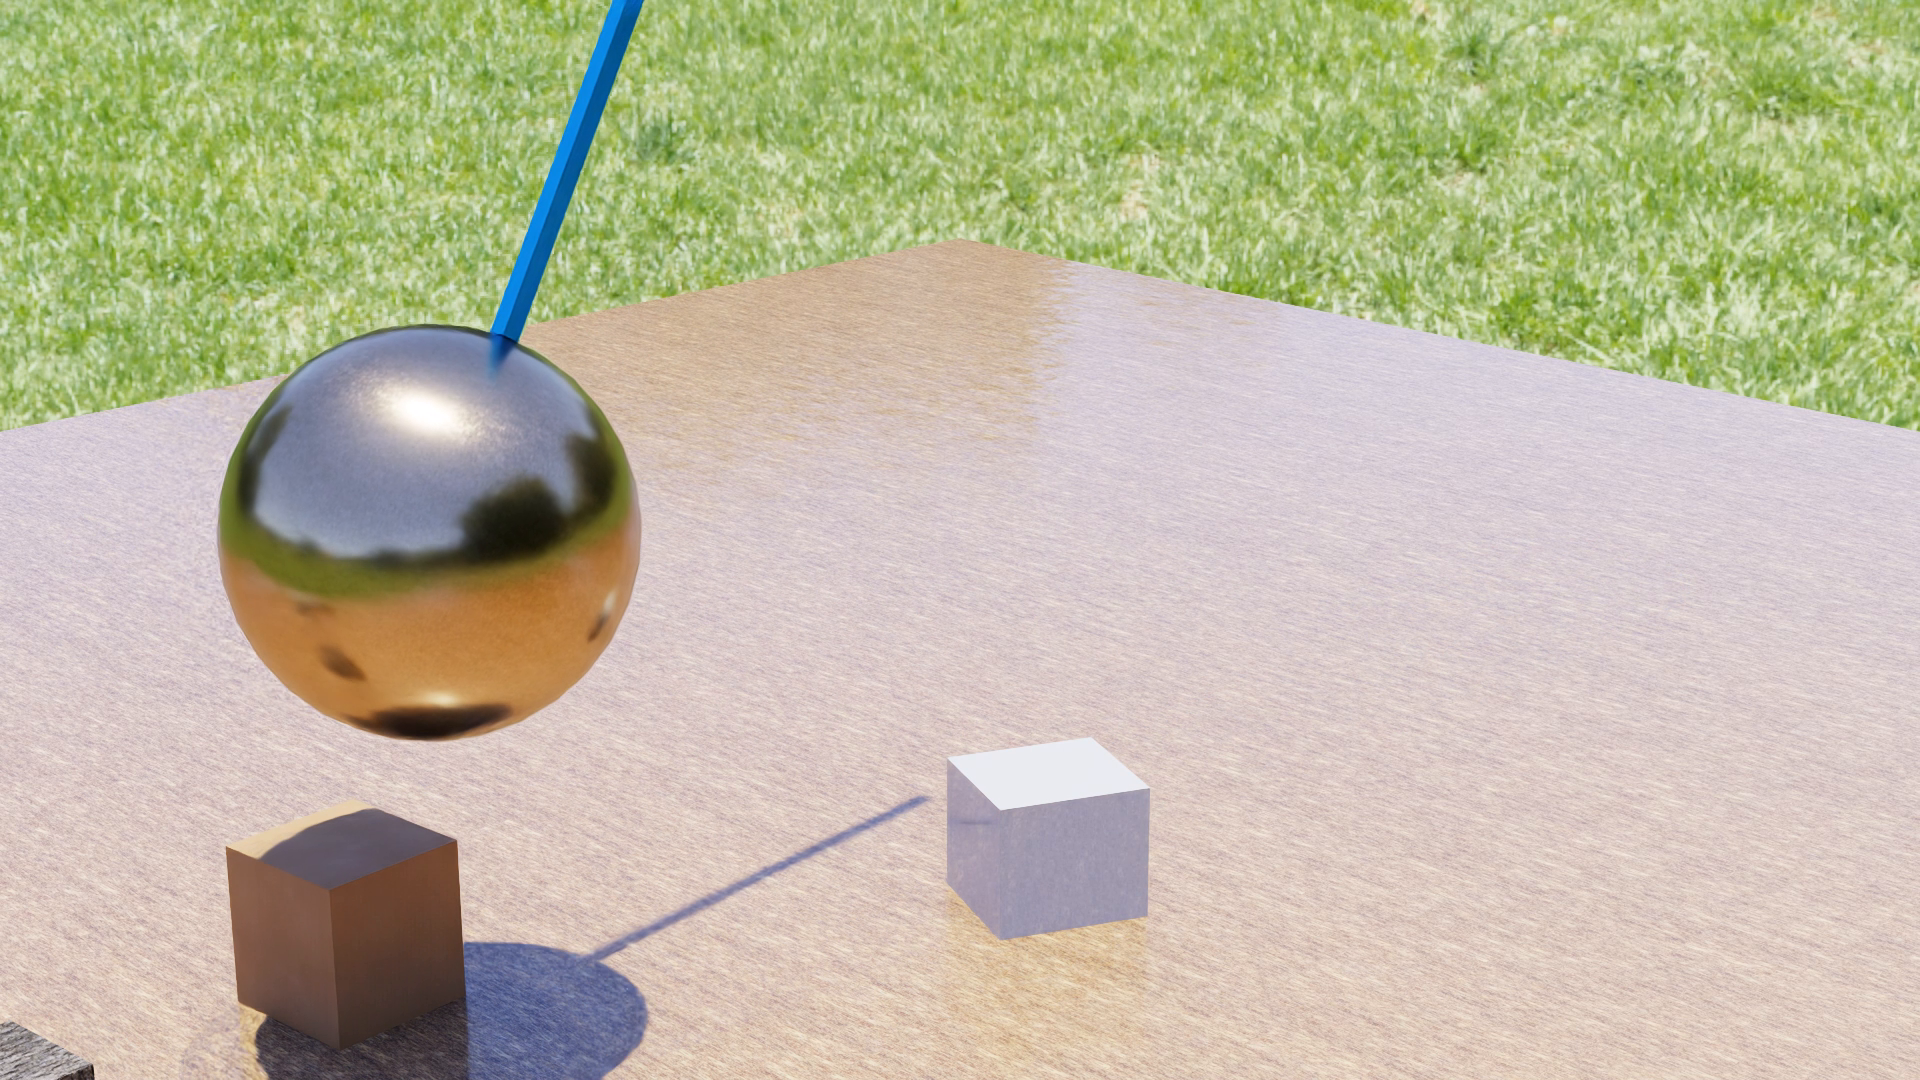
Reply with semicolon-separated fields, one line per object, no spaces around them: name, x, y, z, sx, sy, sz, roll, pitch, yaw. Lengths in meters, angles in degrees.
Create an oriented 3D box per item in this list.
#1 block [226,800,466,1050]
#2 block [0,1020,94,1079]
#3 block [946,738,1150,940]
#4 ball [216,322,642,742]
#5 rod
block;-2.539;1.580;12.144;0.677;0.704;0.655;14;22;38
block;-3.518;2.154;10.616;0.536;0.523;0.577;14;22;38
block;0.387;1.325;13.103;0.706;0.615;0.652;-7;19;-20
ball;-2.020;-0.029;11.215;1.600;1.600;1.600;0;17;0
rod;-0.875;-3.224;11.411;0.080;5.200;0.080;17;-4;42
